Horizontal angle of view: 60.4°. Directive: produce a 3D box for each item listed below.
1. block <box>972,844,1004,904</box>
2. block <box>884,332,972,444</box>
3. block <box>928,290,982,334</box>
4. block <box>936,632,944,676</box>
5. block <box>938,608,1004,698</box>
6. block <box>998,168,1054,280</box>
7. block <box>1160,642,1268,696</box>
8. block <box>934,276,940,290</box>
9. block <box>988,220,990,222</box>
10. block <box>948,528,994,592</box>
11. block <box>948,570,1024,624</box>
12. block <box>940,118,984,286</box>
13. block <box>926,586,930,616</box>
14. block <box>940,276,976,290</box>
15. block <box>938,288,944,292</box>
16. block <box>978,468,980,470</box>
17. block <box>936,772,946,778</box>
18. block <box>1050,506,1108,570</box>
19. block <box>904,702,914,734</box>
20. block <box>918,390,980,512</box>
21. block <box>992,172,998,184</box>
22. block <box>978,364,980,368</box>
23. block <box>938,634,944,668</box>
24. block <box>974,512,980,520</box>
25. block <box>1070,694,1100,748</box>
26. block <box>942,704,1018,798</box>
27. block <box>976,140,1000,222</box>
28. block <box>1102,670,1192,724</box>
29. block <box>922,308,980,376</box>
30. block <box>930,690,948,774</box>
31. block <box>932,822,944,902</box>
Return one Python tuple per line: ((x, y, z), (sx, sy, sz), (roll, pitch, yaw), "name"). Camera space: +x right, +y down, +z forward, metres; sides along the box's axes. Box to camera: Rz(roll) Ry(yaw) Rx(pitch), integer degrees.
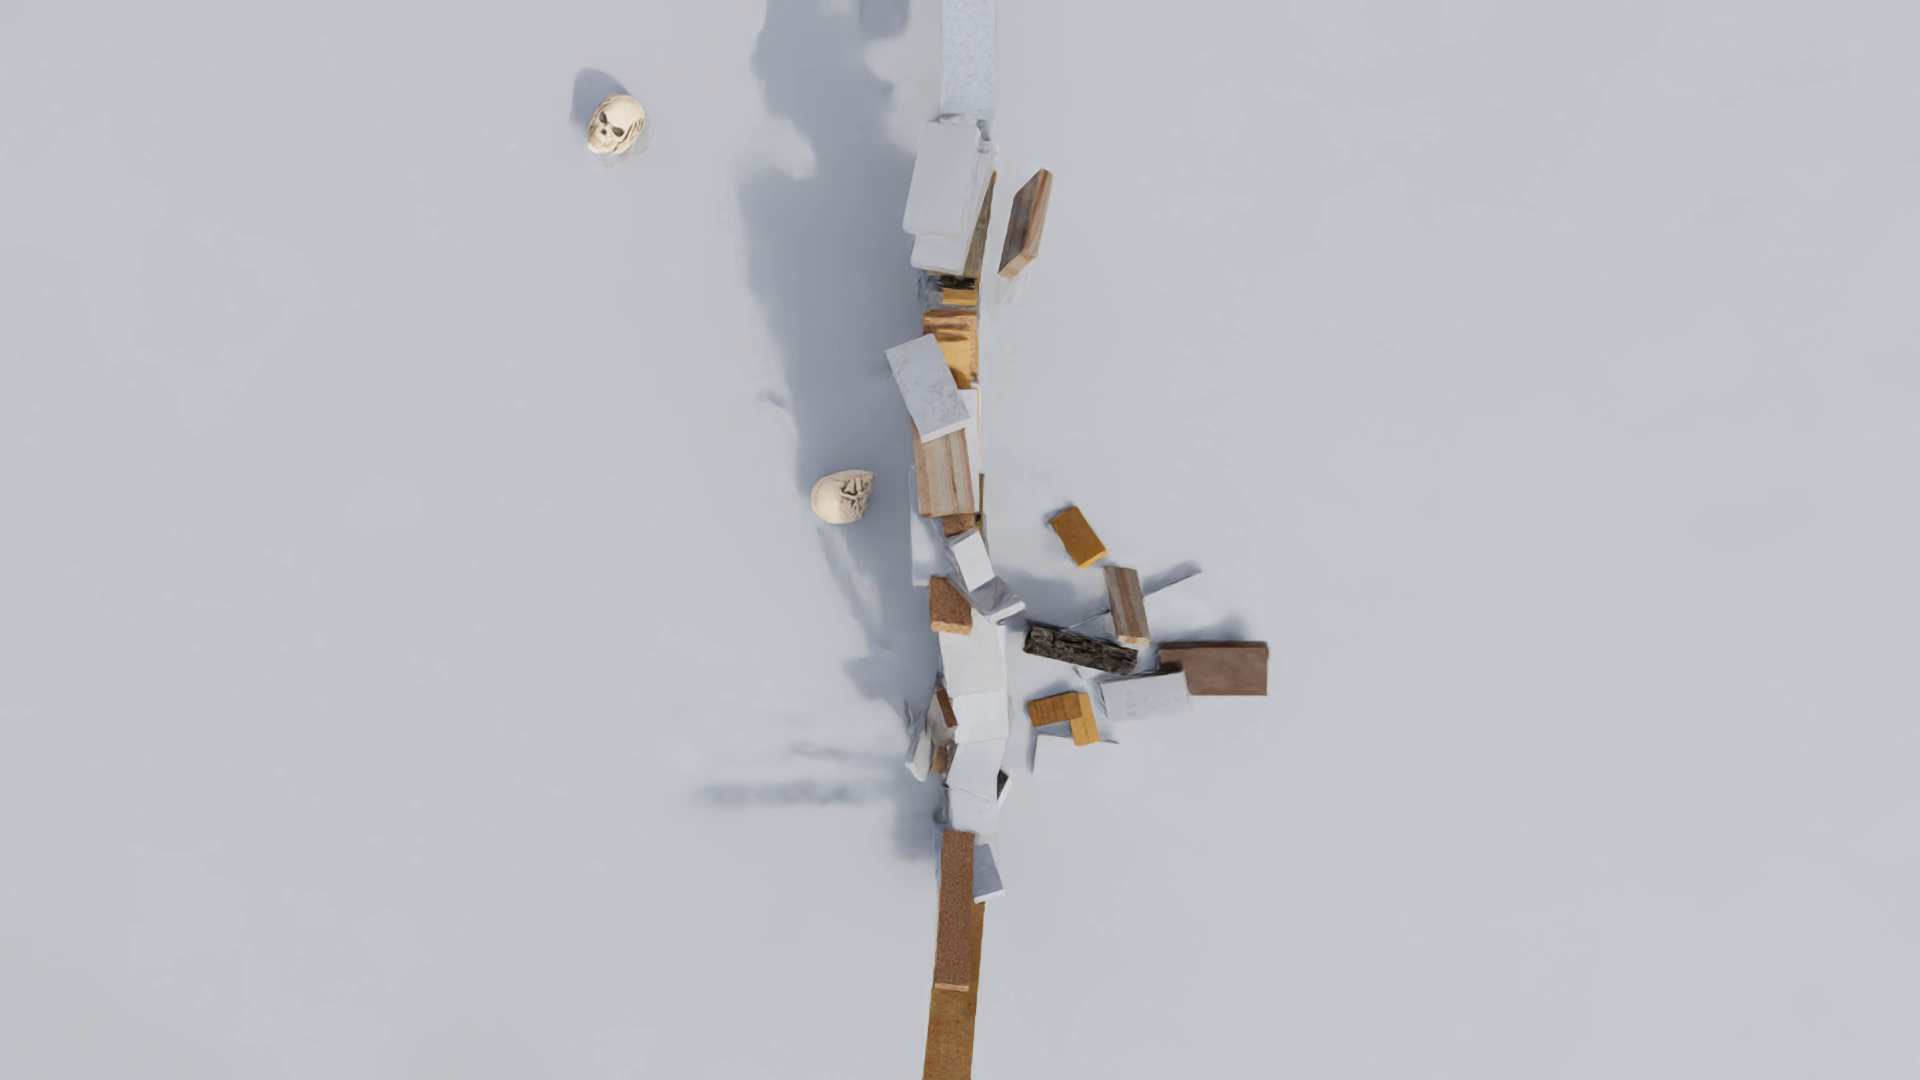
((0.069, 1.052, 5.212), (0.098, 0.196, 0.028), (-16, 130, -5), "block")
((-0.094, -0.443, 4.788), (0.153, 0.043, 0.307), (-21, 66, -4), "block")
((-0.017, -0.718, 5.206), (0.164, 0.376, 0.046), (-3, 113, 2), "block")
((-0.007, 0.309, 5.437), (0.137, 0.039, 0.274), (-3, 104, 0), "block")
((0.030, 0.326, 5.011), (0.174, 0.049, 0.348), (-8, 128, -1), "block")
((0.208, -0.999, 5.216), (0.047, 0.165, 0.330), (24, 59, -21), "block")
((0.835, 0.426, 5.436), (0.347, 0.049, 0.174), (-1, 111, 3), "block")
((-0.009, -0.862, 5.242), (0.145, 0.290, 0.041), (-1, 81, 1), "block")
((0.008, -1.004, 5.229), (0.145, 0.290, 0.041), (4, 119, 7), "block")
((0.033, 0.058, 4.766), (0.092, 0.026, 0.184), (-32, 131, -15), "block")
((0.075, 0.150, 4.833), (0.117, 0.233, 0.033), (-24, 132, -22), "block")
((0.006, -1.123, 5.479), (0.145, 0.041, 0.547), (0, 90, 0), "block")
((-0.047, 0.075, 5.241), (0.130, 0.037, 0.336), (-5, 62, -1), "block")
((0.002, -0.850, 4.984), (0.103, 0.029, 0.207), (3, 61, 7), "block")
((-0.014, -0.788, 5.405), (0.113, 0.032, 0.225), (3, 90, 1), "block")
((-0.006, -0.362, 5.446), (0.134, 0.038, 0.267), (-1, 105, 0), "block")
((-0.044, 0.703, 5.431), (0.076, 0.021, 0.151), (-6, 86, -14), "block")
((0.390, -0.009, 5.428), (0.104, 0.029, 0.207), (-32, 56, 0), "block")
((-0.170, 0.587, 5.453), (0.014, 0.048, 0.095), (-11, 54, 0), "block")
((-0.036, -0.263, 4.864), (0.179, 0.051, 0.358), (-1, 95, -1), "block")
((0.051, -1.070, 5.050), (0.081, 0.023, 0.163), (14, 58, 12), "block")
((-0.003, -0.536, 5.437), (0.134, 0.038, 0.267), (-1, 106, 0), "block")
((-0.001, 0.303, 5.189), (0.130, 0.037, 0.260), (-10, 128, -3), "block")
((-0.022, -0.209, 5.055), (0.153, 0.043, 0.307), (-2, 90, -1), "block")
((0.404, 0.597, 5.465), (0.082, 0.023, 0.165), (-13, 73, 0), "block")
((0.067, 0.657, 5.282), (0.152, 0.043, 0.304), (20, 76, -9), "block")
((-0.007, -1.042, 4.917), (0.160, 0.045, 0.320), (15, 82, 13), "block")
((0.614, 0.515, 5.432), (0.274, 0.039, 0.137), (-10, 100, 16), "block")
((-0.025, -0.545, 5.037), (0.164, 0.046, 0.328), (-3, 125, 0), "block")
((-0.022, 0.632, 5.413), (0.133, 0.038, 0.266), (6, 83, -13), "block")
((-0.014, 1.048, 5.344), (0.133, 0.038, 0.266), (-4, 67, -3), "block")
